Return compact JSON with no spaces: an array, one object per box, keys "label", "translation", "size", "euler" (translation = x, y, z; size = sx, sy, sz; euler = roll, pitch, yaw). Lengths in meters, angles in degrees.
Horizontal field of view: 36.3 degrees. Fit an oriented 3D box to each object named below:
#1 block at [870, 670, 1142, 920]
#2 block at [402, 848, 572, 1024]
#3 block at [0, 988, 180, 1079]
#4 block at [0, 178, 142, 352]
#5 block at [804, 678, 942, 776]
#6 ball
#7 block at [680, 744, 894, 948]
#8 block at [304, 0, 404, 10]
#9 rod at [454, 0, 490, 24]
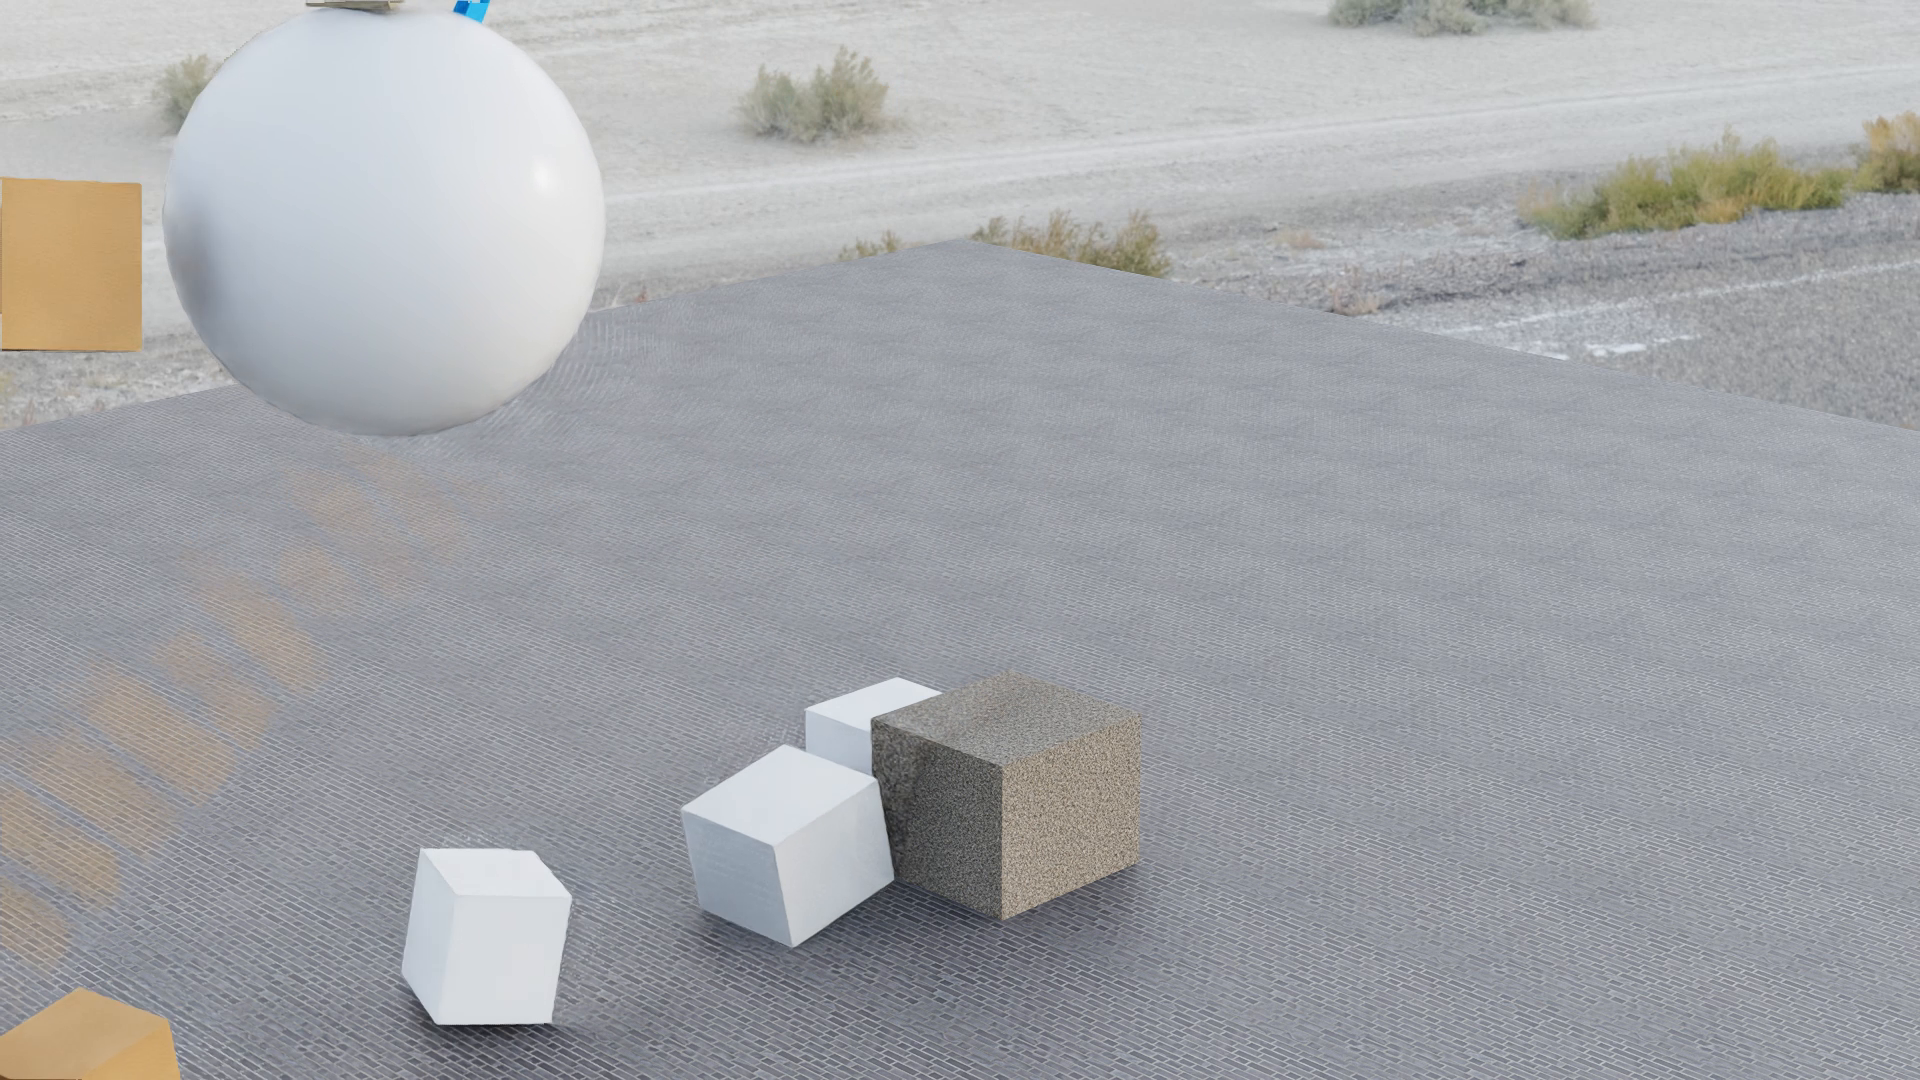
[{"label":"block","translation":[0.212,1.152,13.457],"size":[0.911,0.734,0.834],"euler":[-17,24,-42]},{"label":"block","translation":[-1.956,1.629,12.085],"size":[0.487,0.557,0.522],"euler":[4,14,-28]},{"label":"block","translation":[-3.251,2.061,10.827],"size":[0.487,0.509,0.548],"euler":[11,28,32]},{"label":"block","translation":[-3.117,-0.929,9.994],"size":[0.490,0.564,0.513],"euler":[-2,4,-35]},{"label":"block","translation":[-0.301,1.071,13.989],"size":[0.609,0.568,0.622],"euler":[-17,24,-42]},{"label":"ball","translation":[-2.103,-1.173,10.769],"size":[1.600,1.600,1.600],"euler":[0,17,0]},{"label":"block","translation":[-0.760,1.348,12.992],"size":[0.602,0.524,0.638],"euler":[16,35,41]},{"label":"block","translation":[-2.093,-2.221,10.460],"size":[0.428,0.468,0.501],"euler":[9,39,34]},{"label":"rod","translation":[-0.911,-4.347,11.020],"size":[0.080,5.200,0.080],"euler":[17,-6,42]}]
